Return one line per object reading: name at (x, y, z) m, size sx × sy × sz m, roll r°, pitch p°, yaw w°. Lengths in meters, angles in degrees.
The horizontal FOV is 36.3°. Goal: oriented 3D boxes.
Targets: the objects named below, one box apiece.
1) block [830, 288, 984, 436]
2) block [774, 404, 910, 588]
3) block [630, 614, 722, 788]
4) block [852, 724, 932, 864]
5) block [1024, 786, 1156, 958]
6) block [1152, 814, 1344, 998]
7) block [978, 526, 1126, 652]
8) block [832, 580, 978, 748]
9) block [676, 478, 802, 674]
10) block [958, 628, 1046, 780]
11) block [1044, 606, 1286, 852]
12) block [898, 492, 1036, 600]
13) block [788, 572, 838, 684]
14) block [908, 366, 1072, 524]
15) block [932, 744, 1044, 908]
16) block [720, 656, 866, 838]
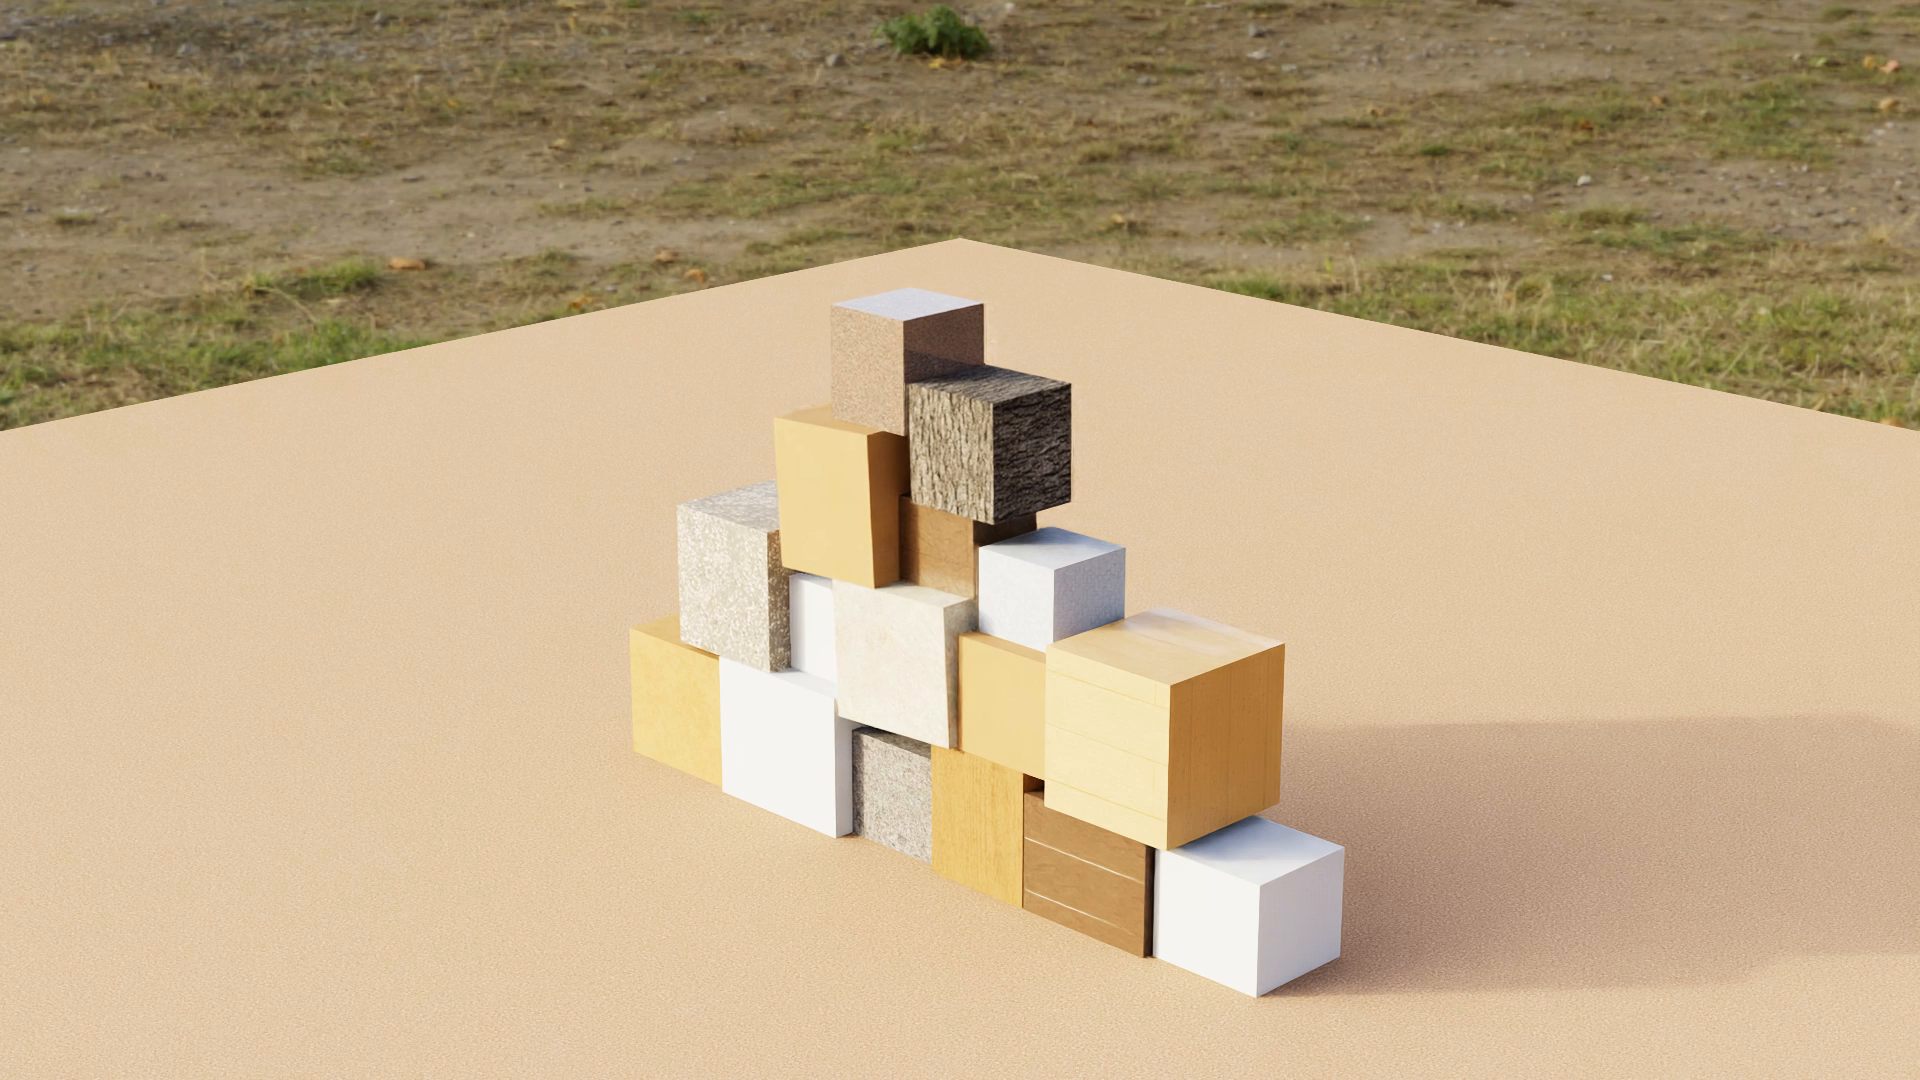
block at (-0.239, -0.818, 13.338) m, size 0.508 × 0.527 × 0.475 m, roll -17°, pitch 24°, yaw -42°
block at (-0.364, -0.250, 13.661) m, size 0.738 × 0.715 × 0.627 m, roll -17°, pitch 21°, yaw -42°
block at (-1.158, 0.760, 14.818) m, size 0.700 × 0.664 × 0.721 m, roll -17°, pitch 24°, yaw -42°
block at (-0.114, 1.146, 13.829) m, size 0.536 × 0.522 × 0.577 m, roll -17°, pitch 24°, yaw -42°
block at (0.753, 1.393, 12.977) m, size 0.614 × 0.561 × 0.713 m, roll -17°, pitch 24°, yaw -42°
block at (1.234, 1.550, 12.562) m, size 0.567 × 0.510 × 0.574 m, roll -17°, pitch 24°, yaw -42°
block at (0.409, 0.218, 13.009) m, size 0.465 × 0.389 × 0.452 m, roll -17°, pitch 24°, yaw -42°
block at (-0.057, 0.481, 13.556) m, size 0.742 × 0.662 × 0.725 m, roll -17°, pitch 21°, yaw -42°
block at (-0.895, 0.158, 14.324) m, size 0.659 × 0.702 × 0.694 m, roll 17°, pitch 24°, yaw 42°
block at (0.404, 0.676, 13.103) m, size 0.604 × 0.540 × 0.567 m, roll -17°, pitch 24°, yaw -42°
block at (0.883, 0.800, 12.688) m, size 0.751 × 0.743 × 0.703 m, roll -17°, pitch 24°, yaw -42°
block at (0.036, -0.011, 13.303) m, size 0.409 × 0.397 × 0.472 m, roll -17°, pitch 23°, yaw -42°
block at (-0.492, 0.394, 13.979) m, size 0.478 × 0.460 × 0.427 m, roll 17°, pitch 24°, yaw 42°
block at (0.137, -0.431, 13.058) m, size 0.498 × 0.546 × 0.519 m, roll -17°, pitch 23°, yaw -42°
block at (0.308, 1.203, 13.421) m, size 0.663 × 0.657 × 0.575 m, roll -17°, pitch 24°, yaw -42°
block at (-0.607, 0.907, 14.286) m, size 0.763 × 0.703 × 0.818 m, roll -17°, pitch 24°, yaw -42°
